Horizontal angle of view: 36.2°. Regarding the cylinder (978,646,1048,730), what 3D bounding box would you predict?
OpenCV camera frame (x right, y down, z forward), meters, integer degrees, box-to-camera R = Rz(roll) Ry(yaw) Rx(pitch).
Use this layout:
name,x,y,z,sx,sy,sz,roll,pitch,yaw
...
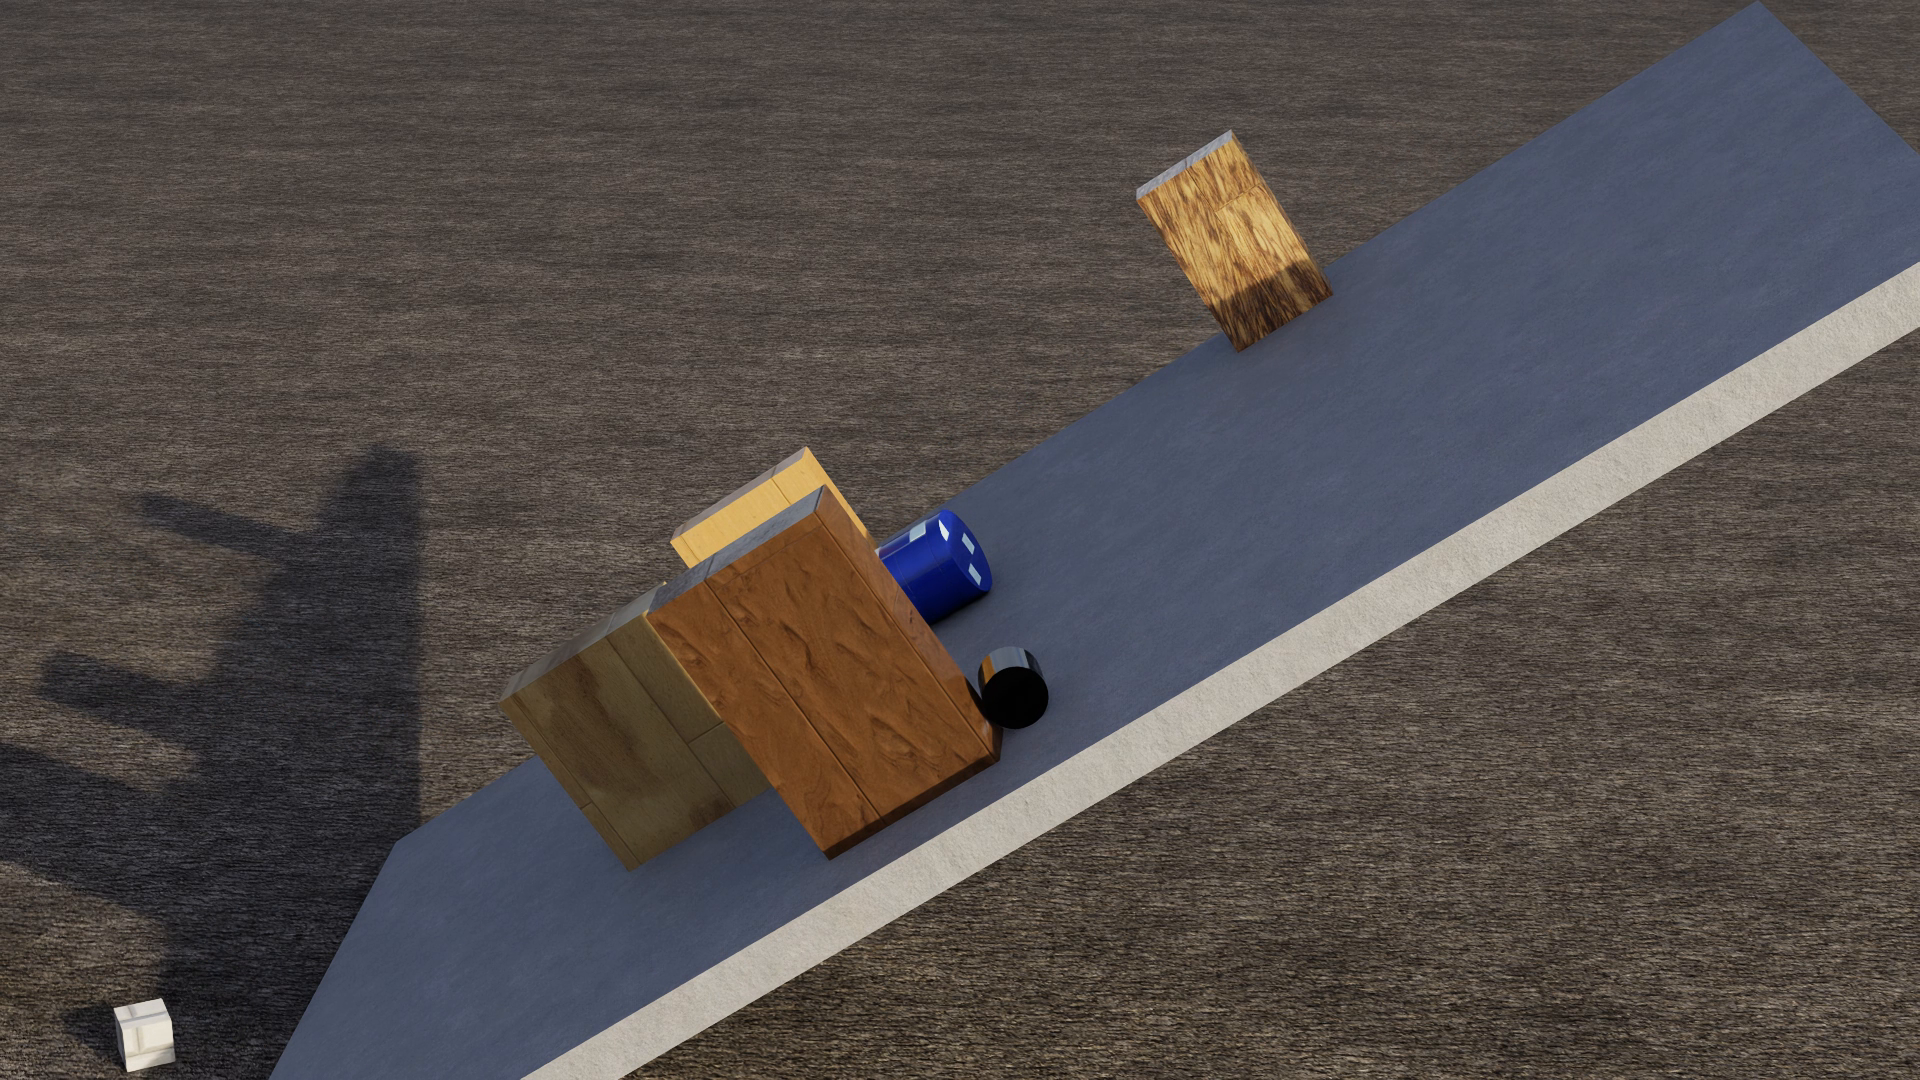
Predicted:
name,x,y,z,sx,sy,sz,roll,pitch,yaw
cylinder,0.101,0.282,5.618,0.125,0.125,0.125,-1,16,-4

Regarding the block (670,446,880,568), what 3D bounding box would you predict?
name,x,y,z,sx,sy,sz,roll,pitch,yaw
block,-0.366,0.077,6.602,0.362,0.456,0.085,-32,16,14

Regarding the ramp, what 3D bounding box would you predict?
name,x,y,z,sx,sy,sz,roll,pitch,yaw
ramp,0.138,0.172,6.300,4.000,0.100,2.000,-32,16,14

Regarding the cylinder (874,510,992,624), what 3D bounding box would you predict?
name,x,y,z,sx,sy,sz,roll,pitch,yaw
cylinder,-0.071,0.071,6.471,0.204,0.204,0.204,-30,13,19

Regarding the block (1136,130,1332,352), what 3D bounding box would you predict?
name,x,y,z,sx,sy,sz,roll,pitch,yaw
block,0.635,-0.690,6.805,0.258,0.435,0.106,-32,16,14

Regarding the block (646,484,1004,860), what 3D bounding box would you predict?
name,x,y,z,sx,sy,sz,roll,pitch,yaw
block,-0.250,0.253,5.551,0.392,0.597,0.141,-32,16,14

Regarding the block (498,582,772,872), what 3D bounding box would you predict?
name,x,y,z,sx,sy,sz,roll,pitch,yaw
block,-0.666,0.399,6.253,0.411,0.468,0.140,-32,16,14

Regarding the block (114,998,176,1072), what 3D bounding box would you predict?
name,x,y,z,sx,sy,sz,roll,pitch,yaw
block,-1.898,1.152,6.845,0.110,0.110,0.110,-10,23,-24
